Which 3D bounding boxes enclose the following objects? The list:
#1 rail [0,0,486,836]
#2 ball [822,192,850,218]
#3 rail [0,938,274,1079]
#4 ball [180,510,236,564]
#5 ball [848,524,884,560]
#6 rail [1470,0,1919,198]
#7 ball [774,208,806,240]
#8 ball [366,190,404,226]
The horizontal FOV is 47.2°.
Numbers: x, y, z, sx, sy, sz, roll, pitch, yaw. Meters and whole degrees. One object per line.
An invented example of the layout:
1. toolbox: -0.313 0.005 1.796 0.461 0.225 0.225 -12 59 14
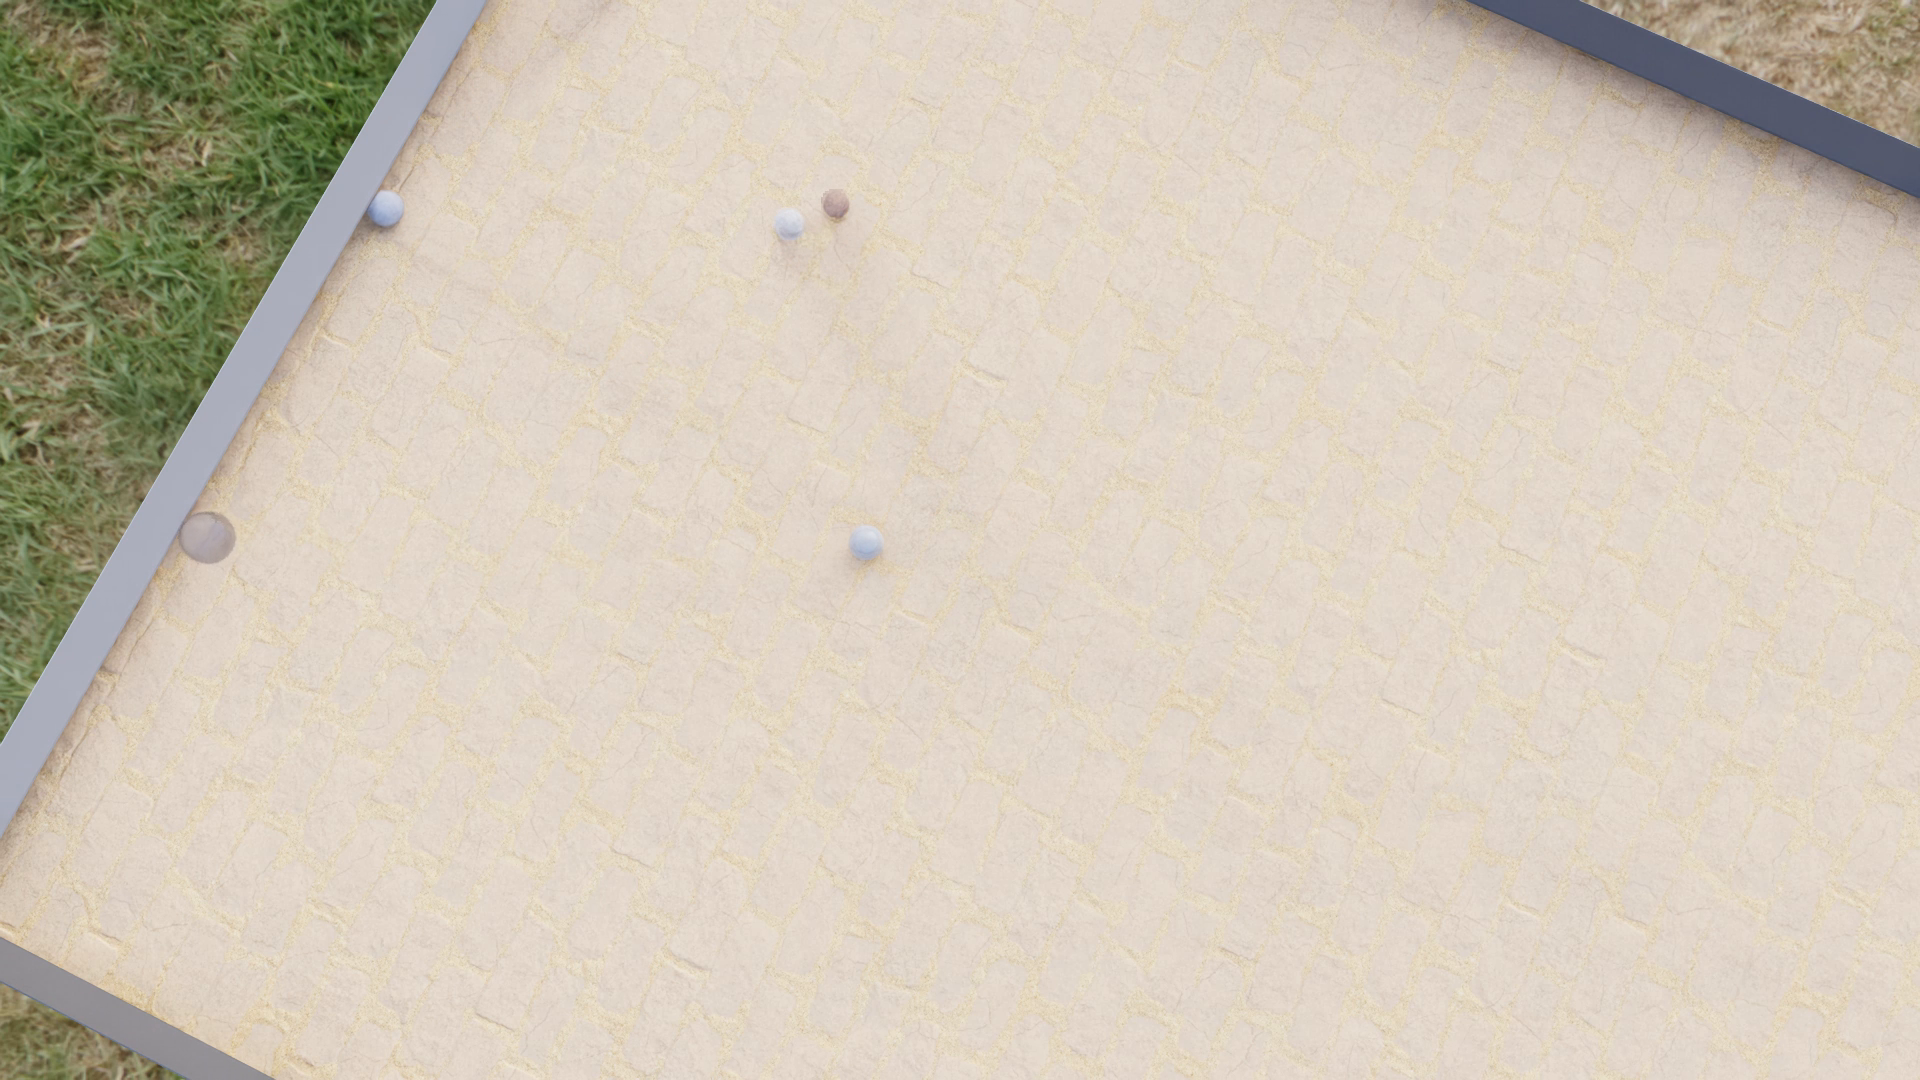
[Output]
1. rail: -0.970 -0.467 3.401 0.045 0.114 2.366 25 78 6
2. ball: -0.194 -0.526 3.452 0.043 0.043 0.043 0 77 0
3. rail: 0.484 1.480 2.956 4.411 0.114 0.045 25 78 6
4. ball: -1.133 -0.004 3.313 0.080 0.080 0.080 0 77 0
5. ball: -0.142 0.004 3.325 0.053 0.053 0.053 0 77 0
6. rail: 1.499 -0.552 3.420 4.411 0.114 0.045 25 78 6
7. ball: -0.266 -0.493 3.441 0.049 0.049 0.049 0 77 0
8. ball: -0.900 -0.518 3.443 0.056 0.056 0.056 0 77 0
